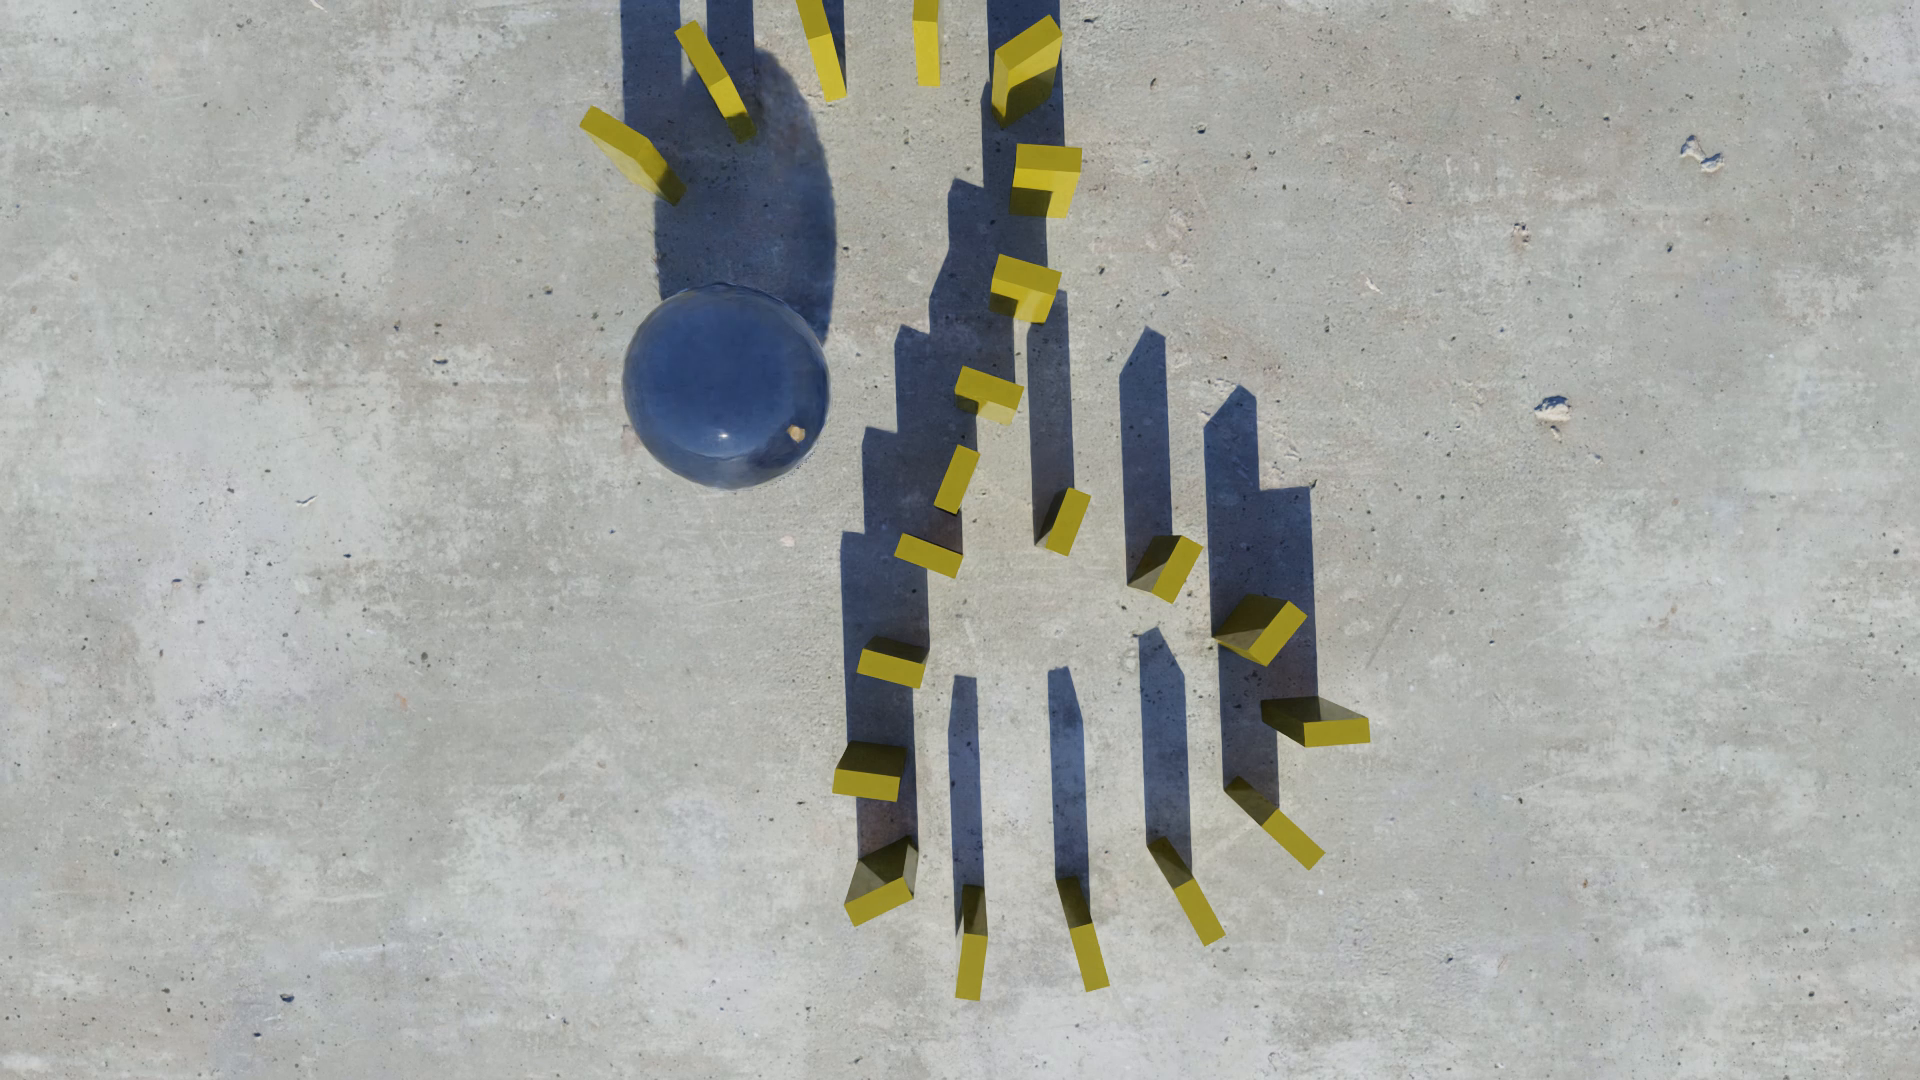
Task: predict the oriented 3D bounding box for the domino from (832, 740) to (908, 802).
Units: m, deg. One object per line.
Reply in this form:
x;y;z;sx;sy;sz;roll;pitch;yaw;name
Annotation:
-0.036;0.094;0.375;0.025;0.050;0.009;8;90;0;domino

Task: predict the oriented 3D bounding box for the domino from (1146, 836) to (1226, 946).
0.092;0.142;0.375;0.009;0.050;0.025;-29;90;0;domino

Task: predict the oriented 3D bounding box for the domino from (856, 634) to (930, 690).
-0.026;0.049;0.375;0.025;0.050;0.010;15;90;0;domino

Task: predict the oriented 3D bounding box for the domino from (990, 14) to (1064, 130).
0.026;-0.190;0.375;0.025;0.050;0.010;-34;90;0;domino

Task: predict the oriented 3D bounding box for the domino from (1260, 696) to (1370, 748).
0.144;0.074;0.375;0.025;0.050;0.010;-4;90;0;domino

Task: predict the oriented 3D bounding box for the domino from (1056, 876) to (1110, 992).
0.050;0.160;0.375;0.009;0.050;0.025;-15;90;0;domino

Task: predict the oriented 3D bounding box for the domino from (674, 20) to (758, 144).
-0.099;-0.186;0.375;0.010;0.050;0.025;-31;90;0;domino

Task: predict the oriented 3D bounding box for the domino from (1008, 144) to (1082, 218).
0.034;-0.146;0.375;0.025;0.050;0.009;4;90;0;domino

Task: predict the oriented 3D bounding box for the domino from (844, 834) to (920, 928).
-0.031;0.138;0.375;0.025;0.050;0.010;-26;90;0;domino

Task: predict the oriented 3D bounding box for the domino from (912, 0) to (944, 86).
-0.012;-0.211;0.375;0.009;0.050;0.025;4;90;0;domino

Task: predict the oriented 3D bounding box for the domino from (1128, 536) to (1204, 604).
0.083;0.011;0.375;0.009;0.050;0.025;28;90;0;domino

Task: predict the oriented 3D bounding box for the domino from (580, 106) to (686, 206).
-0.132;-0.156;0.375;0.025;0.050;0.010;31;90;0;domino

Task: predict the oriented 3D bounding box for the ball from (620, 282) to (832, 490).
-0.091;-0.060;0.360;0.080;0.080;0.080;0;90;0;ball

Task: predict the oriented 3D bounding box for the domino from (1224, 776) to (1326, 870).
0.127;0.114;0.375;0.025;0.050;0.009;43;90;0;domino

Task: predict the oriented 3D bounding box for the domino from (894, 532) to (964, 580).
-0.012;0.006;0.375;0.025;0.050;0.009;21;90;0;domino

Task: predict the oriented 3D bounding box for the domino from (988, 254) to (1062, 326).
0.026;-0.101;0.375;0.025;0.050;0.009;16;90;0;domino

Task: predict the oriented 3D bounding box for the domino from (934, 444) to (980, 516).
-0.001;-0.023;0.375;0.009;0.050;0.025;22;90;0;domino

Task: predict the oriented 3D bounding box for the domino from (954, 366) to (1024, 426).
0.011;-0.058;0.375;0.025;0.050;0.010;19;90;0;domino

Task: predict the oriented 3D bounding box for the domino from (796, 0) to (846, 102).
-0.057;-0.204;0.375;0.010;0.050;0.025;-17;90;0;domino

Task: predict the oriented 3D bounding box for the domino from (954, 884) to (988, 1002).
0.004;0.163;0.375;0.009;0.050;0.025;8;90;0;domino

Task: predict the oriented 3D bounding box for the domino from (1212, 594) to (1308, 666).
0.121;0.036;0.375;0.010;0.050;0.025;39;90;0;domino

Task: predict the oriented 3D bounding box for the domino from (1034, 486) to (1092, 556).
0.041;-0.007;0.375;0.009;0.050;0.025;21;90;0;domino
